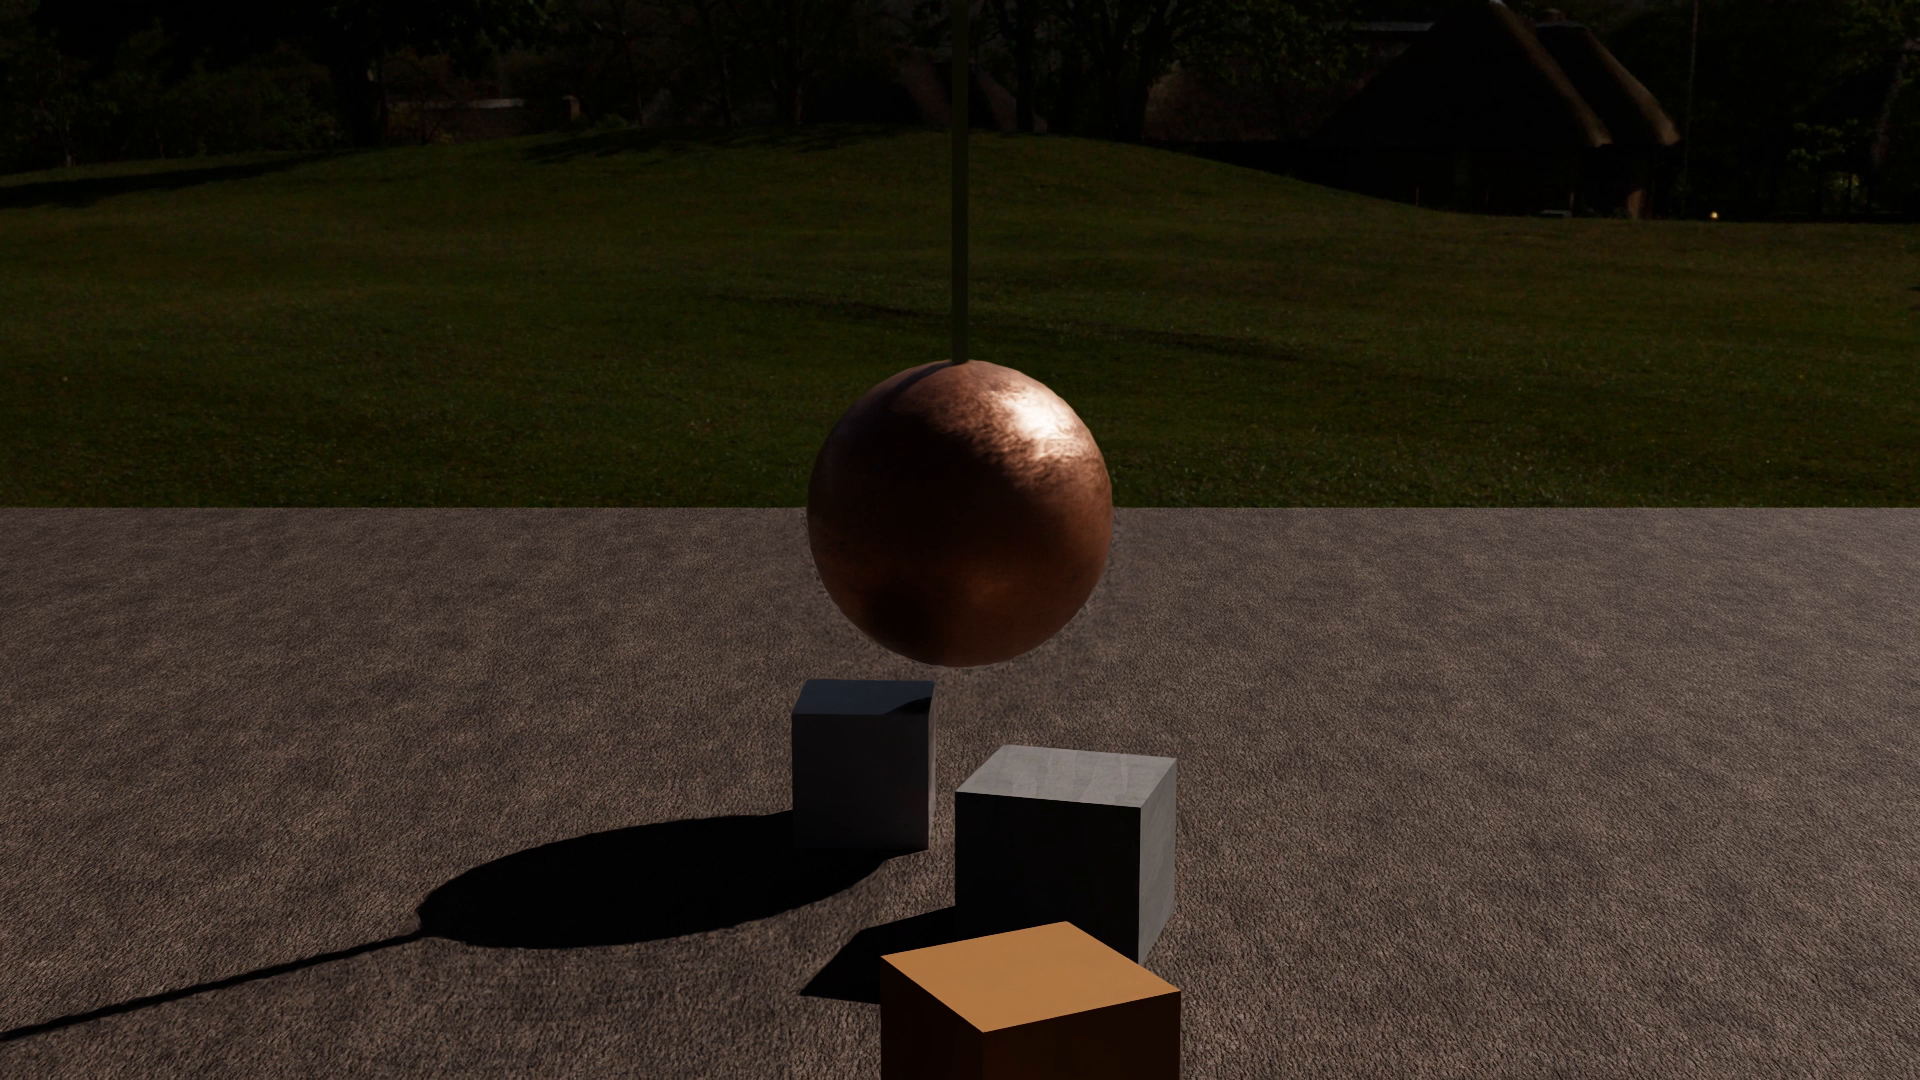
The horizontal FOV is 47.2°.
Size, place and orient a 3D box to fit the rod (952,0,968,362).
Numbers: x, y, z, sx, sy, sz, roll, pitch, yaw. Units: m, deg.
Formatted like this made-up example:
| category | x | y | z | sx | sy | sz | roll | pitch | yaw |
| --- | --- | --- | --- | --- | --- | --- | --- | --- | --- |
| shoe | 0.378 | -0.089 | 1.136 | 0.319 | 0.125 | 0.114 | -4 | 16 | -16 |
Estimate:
| category | x | y | z | sx | sy | sz | roll | pitch | yaw |
| --- | --- | --- | --- | --- | --- | --- | --- | --- | --- |
| rod | 0.000 | -3.450 | 10.677 | 0.080 | 5.200 | 0.080 | 0 | 13 | 0 |

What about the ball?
| category | x | y | z | sx | sy | sz | roll | pitch | yaw |
| --- | --- | --- | --- | --- | --- | --- | --- | --- | --- |
| ball | 0.000 | -0.137 | 11.442 | 1.600 | 1.600 | 1.600 | 0 | 10 | 0 |

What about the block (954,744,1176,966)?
| category | x | y | z | sx | sy | sz | roll | pitch | yaw |
| --- | --- | --- | --- | --- | --- | --- | --- | --- | --- |
| block | 0.484 | 1.399 | 9.842 | 0.820 | 0.726 | 0.787 | 3 | 11 | 16 |

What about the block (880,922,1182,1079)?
| category | x | y | z | sx | sy | sz | roll | pitch | yaw |
| --- | --- | --- | --- | --- | --- | --- | --- | --- | --- |
| block | 0.229 | 1.823 | 7.505 | 0.746 | 0.728 | 0.746 | -5 | 12 | -27 |

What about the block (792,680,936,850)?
| category | x | y | z | sx | sy | sz | roll | pitch | yaw |
| --- | --- | --- | --- | --- | --- | --- | --- | --- | --- |
| block | -0.484 | 1.145 | 11.327 | 0.681 | 0.695 | 0.705 | 0 | 10 | 2 |
